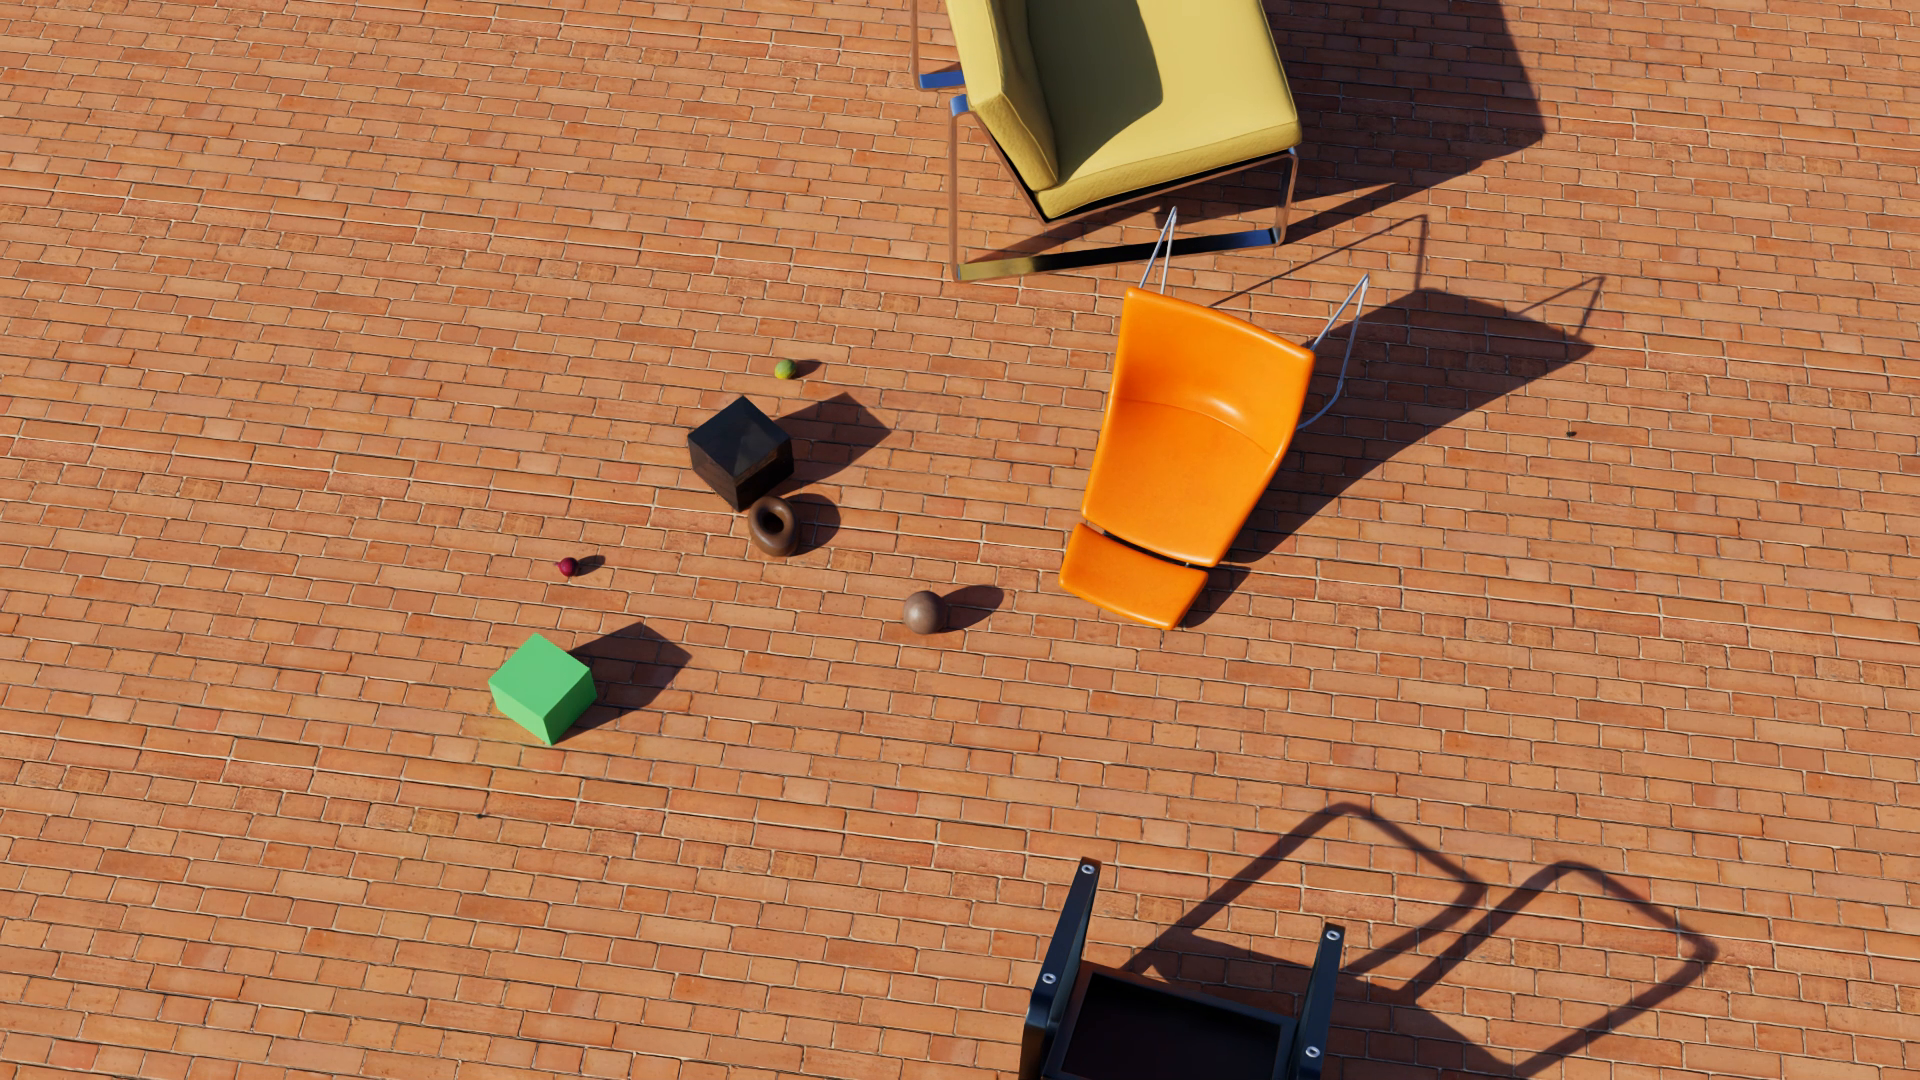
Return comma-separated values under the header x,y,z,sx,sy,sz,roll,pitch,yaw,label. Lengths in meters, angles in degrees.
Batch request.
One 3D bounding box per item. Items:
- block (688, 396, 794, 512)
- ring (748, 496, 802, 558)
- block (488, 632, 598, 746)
x,y,z,sx,sy,sz,roll,pitch,yaw,label
-0.661,-0.259,6.640,0.220,0.180,0.218,-38,64,-23,block
-0.552,-0.041,6.554,0.157,0.082,0.213,-17,57,-12,ring
-1.174,0.420,6.196,0.204,0.160,0.197,31,61,19,block
